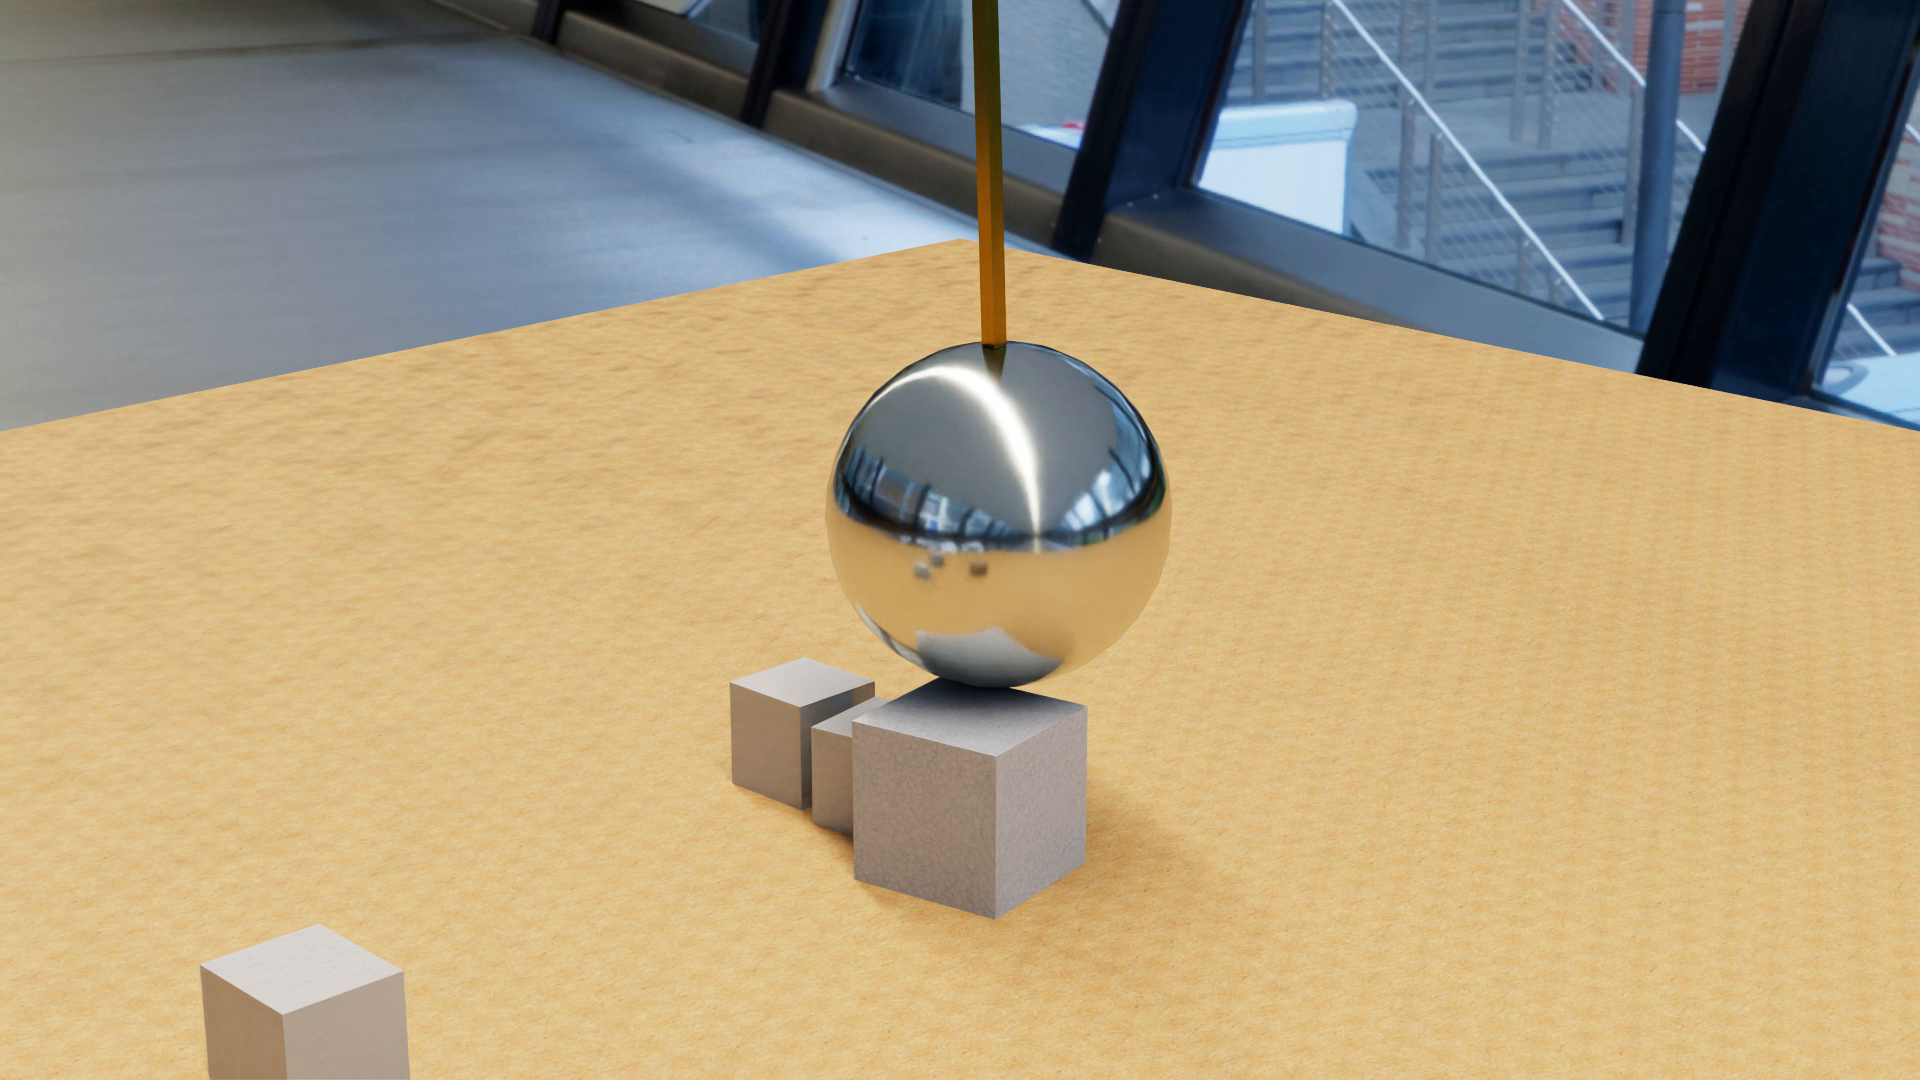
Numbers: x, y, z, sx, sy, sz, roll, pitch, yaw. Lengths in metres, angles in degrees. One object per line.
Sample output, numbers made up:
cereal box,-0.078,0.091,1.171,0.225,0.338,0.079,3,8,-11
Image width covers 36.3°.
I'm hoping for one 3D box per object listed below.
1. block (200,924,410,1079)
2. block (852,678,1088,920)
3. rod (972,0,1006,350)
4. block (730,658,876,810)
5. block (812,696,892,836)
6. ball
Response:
block,-2.564,1.898,11.484,0.539,0.492,0.603,-16,24,-42
block,0.048,1.154,13.379,0.776,0.776,0.756,11,21,32
rod,0.077,-3.331,12.376,0.080,5.200,0.080,17,26,42
block,-0.772,0.947,14.440,0.503,0.534,0.503,16,24,41
block,-0.357,1.101,14.014,0.490,0.496,0.512,12,21,33
ball,0.178,-0.120,13.491,1.600,1.600,1.600,0,17,0
